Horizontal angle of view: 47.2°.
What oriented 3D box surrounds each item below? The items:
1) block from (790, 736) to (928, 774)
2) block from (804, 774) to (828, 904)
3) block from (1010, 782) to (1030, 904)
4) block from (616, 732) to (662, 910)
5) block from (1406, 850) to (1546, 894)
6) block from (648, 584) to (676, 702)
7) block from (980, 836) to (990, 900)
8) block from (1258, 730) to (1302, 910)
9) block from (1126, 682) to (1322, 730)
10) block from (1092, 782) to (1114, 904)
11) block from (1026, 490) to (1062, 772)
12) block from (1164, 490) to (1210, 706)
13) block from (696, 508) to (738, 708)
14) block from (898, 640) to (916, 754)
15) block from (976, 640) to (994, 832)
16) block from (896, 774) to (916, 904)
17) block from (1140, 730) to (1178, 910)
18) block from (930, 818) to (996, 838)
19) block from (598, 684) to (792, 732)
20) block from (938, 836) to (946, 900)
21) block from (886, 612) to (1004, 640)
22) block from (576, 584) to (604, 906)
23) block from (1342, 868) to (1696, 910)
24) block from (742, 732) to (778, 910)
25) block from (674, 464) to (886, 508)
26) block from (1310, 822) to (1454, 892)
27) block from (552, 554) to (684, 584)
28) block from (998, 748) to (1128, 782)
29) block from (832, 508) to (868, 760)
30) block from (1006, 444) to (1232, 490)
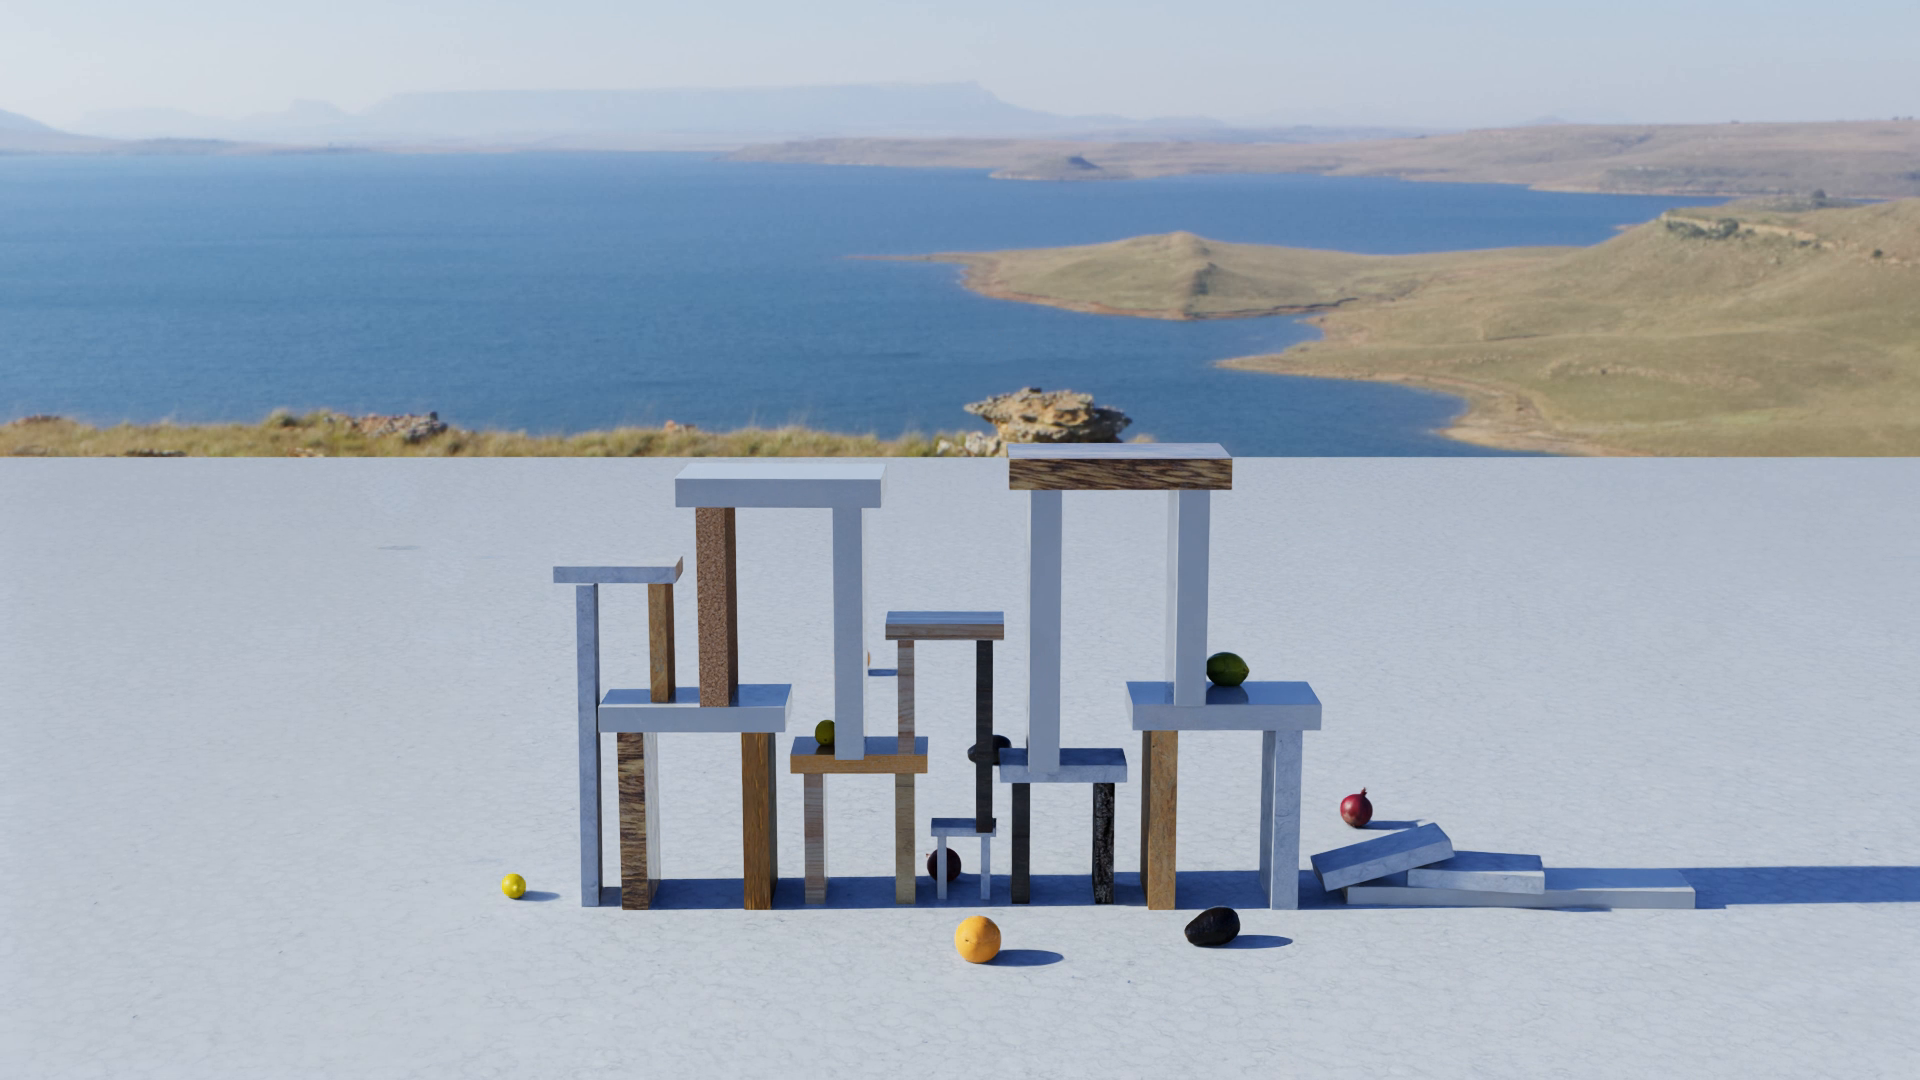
[{"bbox_3d":[-0.164,0.354,3.629,0.223,0.032,0.112,0,11,0],"label":"block"},{"bbox_3d":[-0.239,0.480,3.652,0.032,0.223,0.112,0,11,0],"label":"block"},{"bbox_3d":[0.100,0.488,3.652,0.029,0.207,0.104,0,11,0],"label":"block"},{"bbox_3d":[-0.530,0.443,3.638,0.042,0.300,0.150,0,11,1],"label":"block"},{"bbox_3d":[0.852,0.548,3.643,0.218,0.031,0.109,2,11,11],"label":"block"},{"bbox_3d":[-0.486,0.157,3.589,0.028,0.196,0.098,0,11,0],"label":"block"},{"bbox_3d":[0.042,0.537,3.660,0.015,0.108,0.054,0,11,0],"label":"block"},{"bbox_3d":[0.530,0.441,3.638,0.043,0.303,0.152,0,11,0],"label":"block"},{"bbox_3d":[0.429,0.271,3.606,0.303,0.043,0.152,0,11,0],"label":"block"},{"bbox_3d":[0.238,0.488,3.652,0.029,0.207,0.103,0,11,0],"label":"block"},{"bbox_3d":[0.136,0.131,3.584,0.050,0.460,0.175,0,11,0],"label":"block"},{"bbox_3d":[0.369,0.077,3.574,0.050,0.350,0.175,0,11,0],"label":"block"},{"bbox_3d":[-0.394,0.094,3.578,0.046,0.325,0.162,0,11,0],"label":"block"},{"bbox_3d":[-0.087,0.246,3.601,0.027,0.191,0.095,0,11,0],"label":"block"},{"bbox_3d":[0.040,0.311,3.611,0.027,0.322,0.095,0,11,1],"label":"block"},{"bbox_3d":[-0.090,0.480,3.652,0.032,0.223,0.112,0,11,0],"label":"block"},{"bbox_3d":[0.328,0.441,3.638,0.043,0.303,0.152,0,11,-1],"label":"block"},{"bbox_3d":[0.006,0.476,3.647,0.108,0.015,0.054,0,11,1],"label":"block"},{"bbox_3d":[-0.431,0.275,3.607,0.300,0.042,0.150,0,11,0],"label":"block"},{"bbox_3d":[-0.030,0.537,3.660,0.015,0.108,0.054,0,11,0],"label":"block"},{"bbox_3d":[-0.024,0.139,3.580,0.191,0.027,0.095,0,11,1],"label":"block"},{"bbox_3d":[-0.607,0.328,3.605,0.028,0.538,0.098,0,10,-5],"label":"block"},{"bbox_3d":[0.921,0.577,3.655,0.564,0.031,0.109,0,11,2],"label":"block"},{"bbox_3d":[-0.331,0.443,3.638,0.042,0.300,0.150,0,11,0],"label":"block"},{"bbox_3d":[-0.285,-0.088,3.542,0.325,0.046,0.162,0,11,1],"label":"block"},{"bbox_3d":[0.700,0.526,3.655,0.218,0.031,0.109,-15,7,1],"label":"block"},{"bbox_3d":[-0.554,0.047,3.568,0.196,0.028,0.098,0,11,0],"label":"block"},{"bbox_3d":[0.169,0.372,3.631,0.207,0.029,0.103,0,11,0],"label":"block"},{"bbox_3d":[-0.178,0.137,3.585,0.046,0.412,0.162,0,11,0],"label":"block"},{"bbox_3d":[0.252,-0.119,3.537,0.350,0.050,0.175,0,11,0],"label":"block"}]
